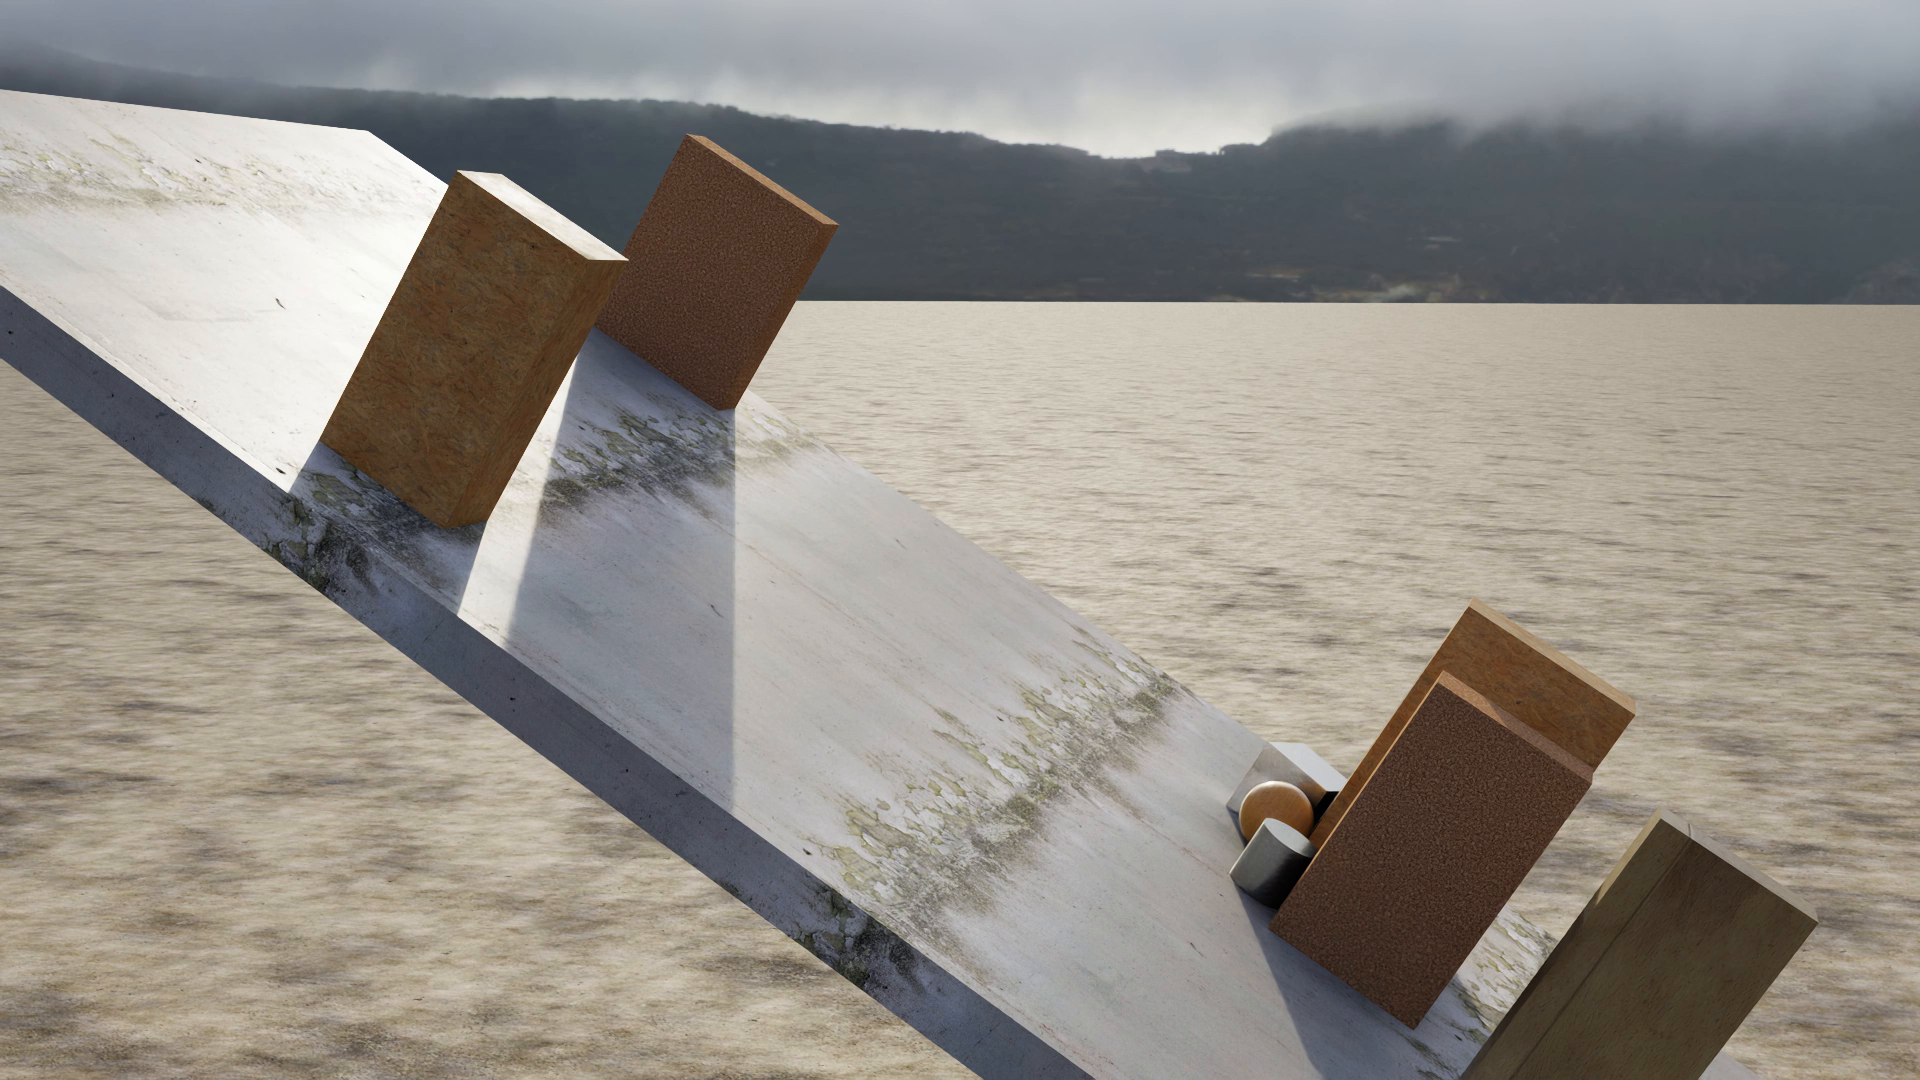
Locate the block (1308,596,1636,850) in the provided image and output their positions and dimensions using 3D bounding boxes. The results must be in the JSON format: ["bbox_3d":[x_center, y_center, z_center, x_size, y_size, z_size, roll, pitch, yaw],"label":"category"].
[{"bbox_3d":[0.943,0.469,4.158,0.353,0.623,0.134,34,15,11],"label":"block"}]

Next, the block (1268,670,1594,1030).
[{"bbox_3d":[0.820,0.541,3.845,0.304,0.538,0.121,34,15,11],"label":"block"}]

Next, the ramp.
[{"bbox_3d":[-0.153,0.253,4.112,4.000,0.100,2.000,34,15,11],"label":"ramp"}]

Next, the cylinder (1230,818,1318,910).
[{"bbox_3d":[0.575,0.592,4.022,0.118,0.118,0.118,29,15,-9],"label":"cylinder"}]

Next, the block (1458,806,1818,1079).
[{"bbox_3d":[1.007,0.744,3.376,0.266,0.631,0.089,34,15,11],"label":"block"}]

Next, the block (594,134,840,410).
[{"bbox_3d":[-0.557,-0.598,4.927,0.377,0.483,0.100,34,15,11],"label":"block"}]

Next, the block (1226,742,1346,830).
[{"bbox_3d":[0.664,0.514,4.374,0.158,0.158,0.158,41,17,31],"label":"block"}]

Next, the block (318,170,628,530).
[{"bbox_3d":[-0.777,-0.302,3.505,0.261,0.498,0.141,34,15,11],"label":"block"}]

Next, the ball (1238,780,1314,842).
[{"bbox_3d":[0.608,0.534,4.225,0.143,0.143,0.143,0,7,0],"label":"ball"}]
